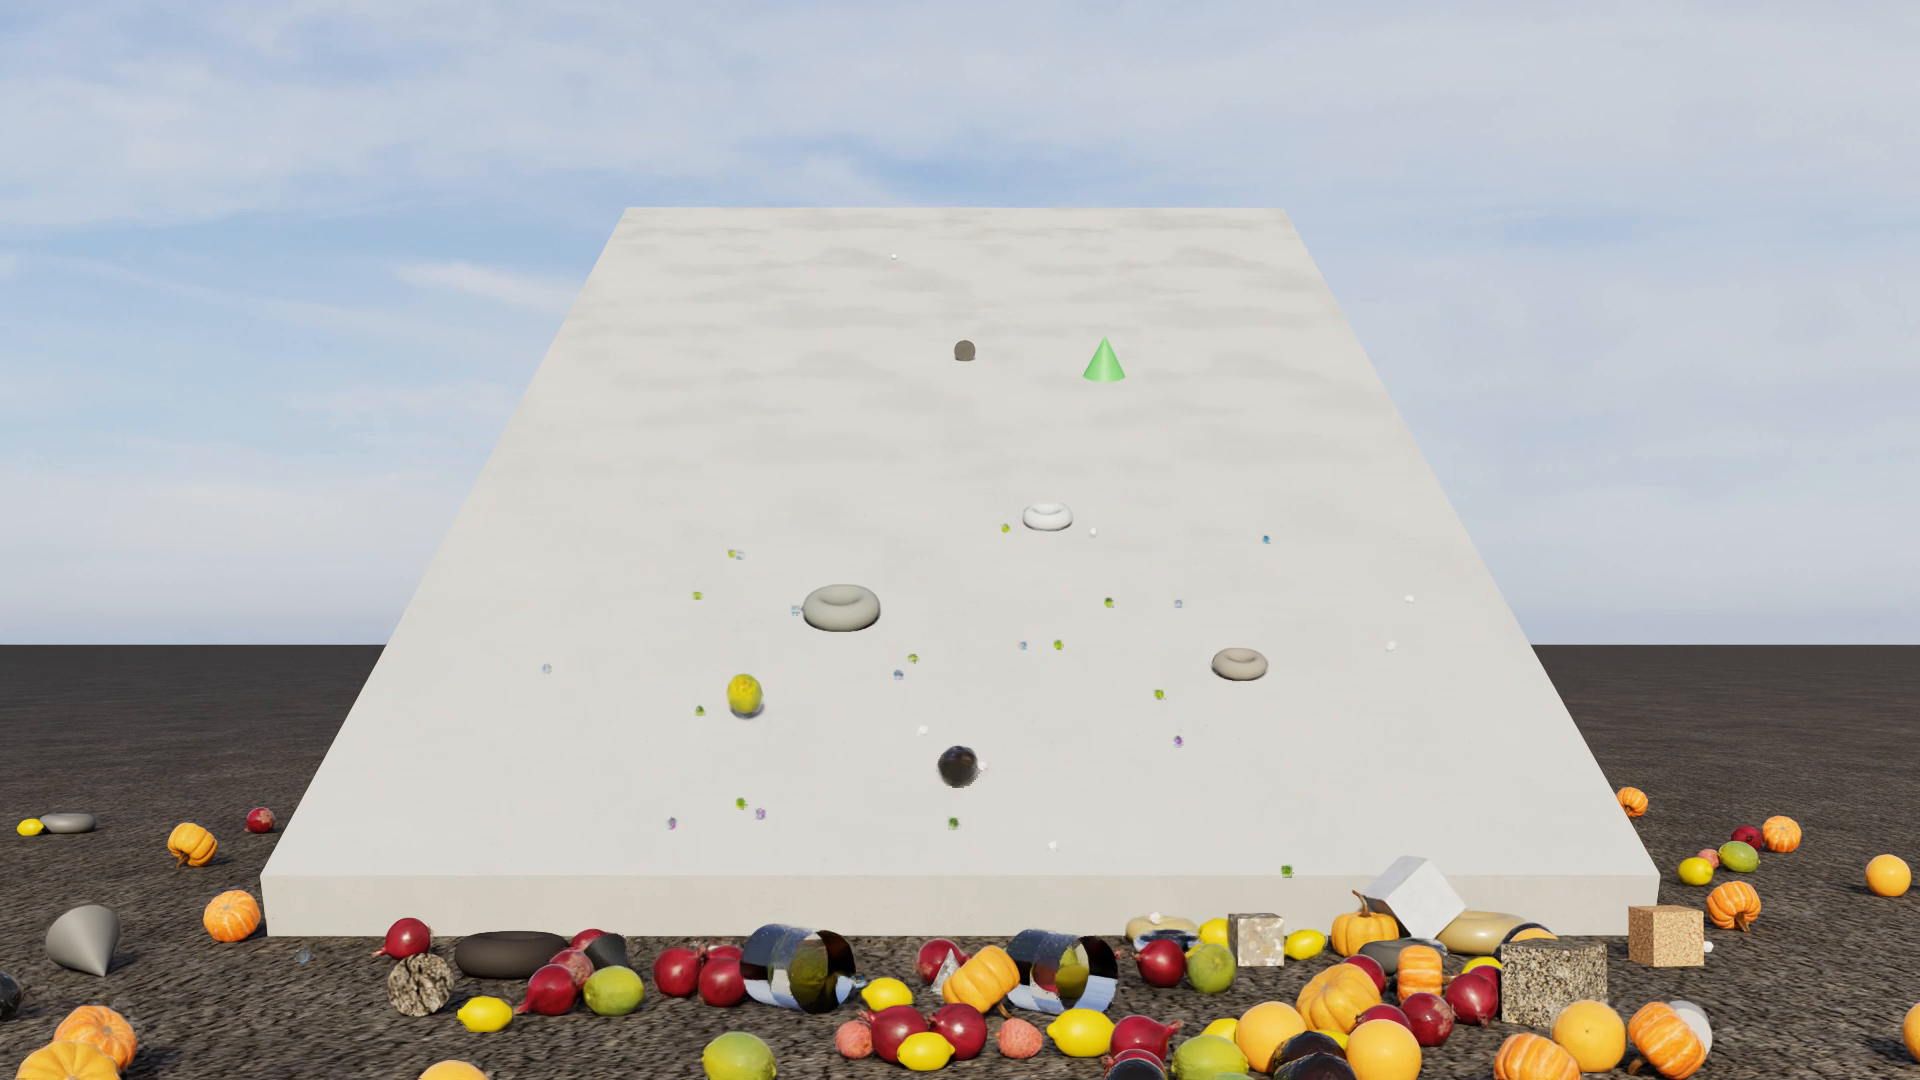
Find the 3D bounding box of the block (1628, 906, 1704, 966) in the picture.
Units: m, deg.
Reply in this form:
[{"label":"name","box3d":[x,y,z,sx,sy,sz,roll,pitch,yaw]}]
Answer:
[{"label":"block","box3d":[0.937,0.525,3.047,0.071,0.071,0.071,0,-2,-10]}]

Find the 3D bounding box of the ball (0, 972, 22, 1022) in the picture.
[{"label":"ball","box3d":[-1.082,0.512,2.571,0.057,0.057,0.057,0,-2,0]}]

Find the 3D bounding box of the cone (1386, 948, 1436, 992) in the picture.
[{"label":"cone","box3d":[0.542,0.537,2.803,0.057,0.057,0.057,-27,7,-18]}]

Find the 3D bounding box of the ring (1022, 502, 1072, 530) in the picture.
[{"label":"ring","box3d":[0.174,-0.047,4.544,0.100,0.033,0.100,-1,23,0]}]

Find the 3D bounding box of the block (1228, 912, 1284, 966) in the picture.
[{"label":"block","box3d":[0.393,0.530,3.046,0.061,0.061,0.061,0,-2,-5]}]

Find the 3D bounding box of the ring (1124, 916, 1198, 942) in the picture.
[{"label":"ring","box3d":[0.283,0.551,3.227,0.104,0.035,0.104,2,-3,0]}]

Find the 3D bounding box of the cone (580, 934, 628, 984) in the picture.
[{"label":"cone","box3d":[-0.432,0.539,2.881,0.065,0.065,0.065,2,23,-40]}]

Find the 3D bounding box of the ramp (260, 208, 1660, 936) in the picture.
[{"label":"ramp","box3d":[-0.006,-0.220,5.152,2.000,0.100,4.000,0,22,0]}]

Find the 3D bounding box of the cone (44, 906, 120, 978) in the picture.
[{"label":"cone","box3d":[-1.111,0.535,2.944,0.095,0.095,0.095,2,25,-40]}]

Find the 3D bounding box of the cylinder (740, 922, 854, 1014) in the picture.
[{"label":"cylinder","box3d":[-0.189,0.496,2.664,0.095,0.095,0.095,2,-3,-40]}]

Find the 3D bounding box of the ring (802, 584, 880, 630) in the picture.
[{"label":"ring","box3d":[-0.212,0.121,4.106,0.140,0.047,0.140,-1,23,0]}]

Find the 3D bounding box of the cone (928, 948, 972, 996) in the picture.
[{"label":"cone","box3d":[-0.011,0.523,2.794,0.054,0.054,0.054,0,-2,0]}]

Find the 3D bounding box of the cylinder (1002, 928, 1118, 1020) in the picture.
[{"label":"cylinder","box3d":[0.114,0.495,2.626,0.094,0.094,0.094,2,-3,-39]}]

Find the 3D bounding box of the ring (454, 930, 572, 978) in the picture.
[{"label":"ring","box3d":[-0.574,0.532,2.946,0.148,0.049,0.148,1,-3,0]}]

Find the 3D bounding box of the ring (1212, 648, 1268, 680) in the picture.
[{"label":"ring","box3d":[0.476,0.211,3.906,0.093,0.031,0.093,1,21,0]}]

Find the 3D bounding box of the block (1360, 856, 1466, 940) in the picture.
[{"label":"block","box3d":[0.620,0.494,3.142,0.085,0.085,0.085,-40,5,-13]}]

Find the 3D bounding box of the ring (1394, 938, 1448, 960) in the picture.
[{"label":"ring","box3d":[0.603,0.546,3.044,0.087,0.029,0.087,0,-1,0]}]

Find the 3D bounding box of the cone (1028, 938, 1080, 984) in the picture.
[{"label":"cone","box3d":[0.106,0.539,2.863,0.061,0.061,0.061,-34,-12,14]}]

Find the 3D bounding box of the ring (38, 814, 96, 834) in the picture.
[{"label":"ring","box3d":[-1.977,0.628,5.082,0.120,0.040,0.120,1,-3,0]}]

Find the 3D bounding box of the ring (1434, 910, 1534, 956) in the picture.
[{"label":"ring","box3d":[0.713,0.541,3.160,0.149,0.050,0.149,1,-3,0]}]

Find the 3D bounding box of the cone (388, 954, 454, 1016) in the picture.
[{"label":"cone","box3d":[-0.619,0.527,2.660,0.075,0.075,0.075,0,-29,-2]}]

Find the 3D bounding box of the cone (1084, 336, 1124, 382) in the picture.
[{"label":"cone","box3d":[0.342,-0.435,5.421,0.099,0.099,0.099,0,22,0]}]

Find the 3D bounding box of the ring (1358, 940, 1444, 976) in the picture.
[{"label":"ring","box3d":[0.567,0.539,2.955,0.110,0.037,0.110,1,-3,0]}]

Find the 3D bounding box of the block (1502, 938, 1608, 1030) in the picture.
[{"label":"block","box3d":[0.669,0.498,2.583,0.086,0.086,0.086,-2,-3,41]}]

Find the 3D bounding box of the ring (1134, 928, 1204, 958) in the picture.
[{"label":"ring","box3d":[0.283,0.548,3.112,0.095,0.032,0.095,-1,-1,0]}]
